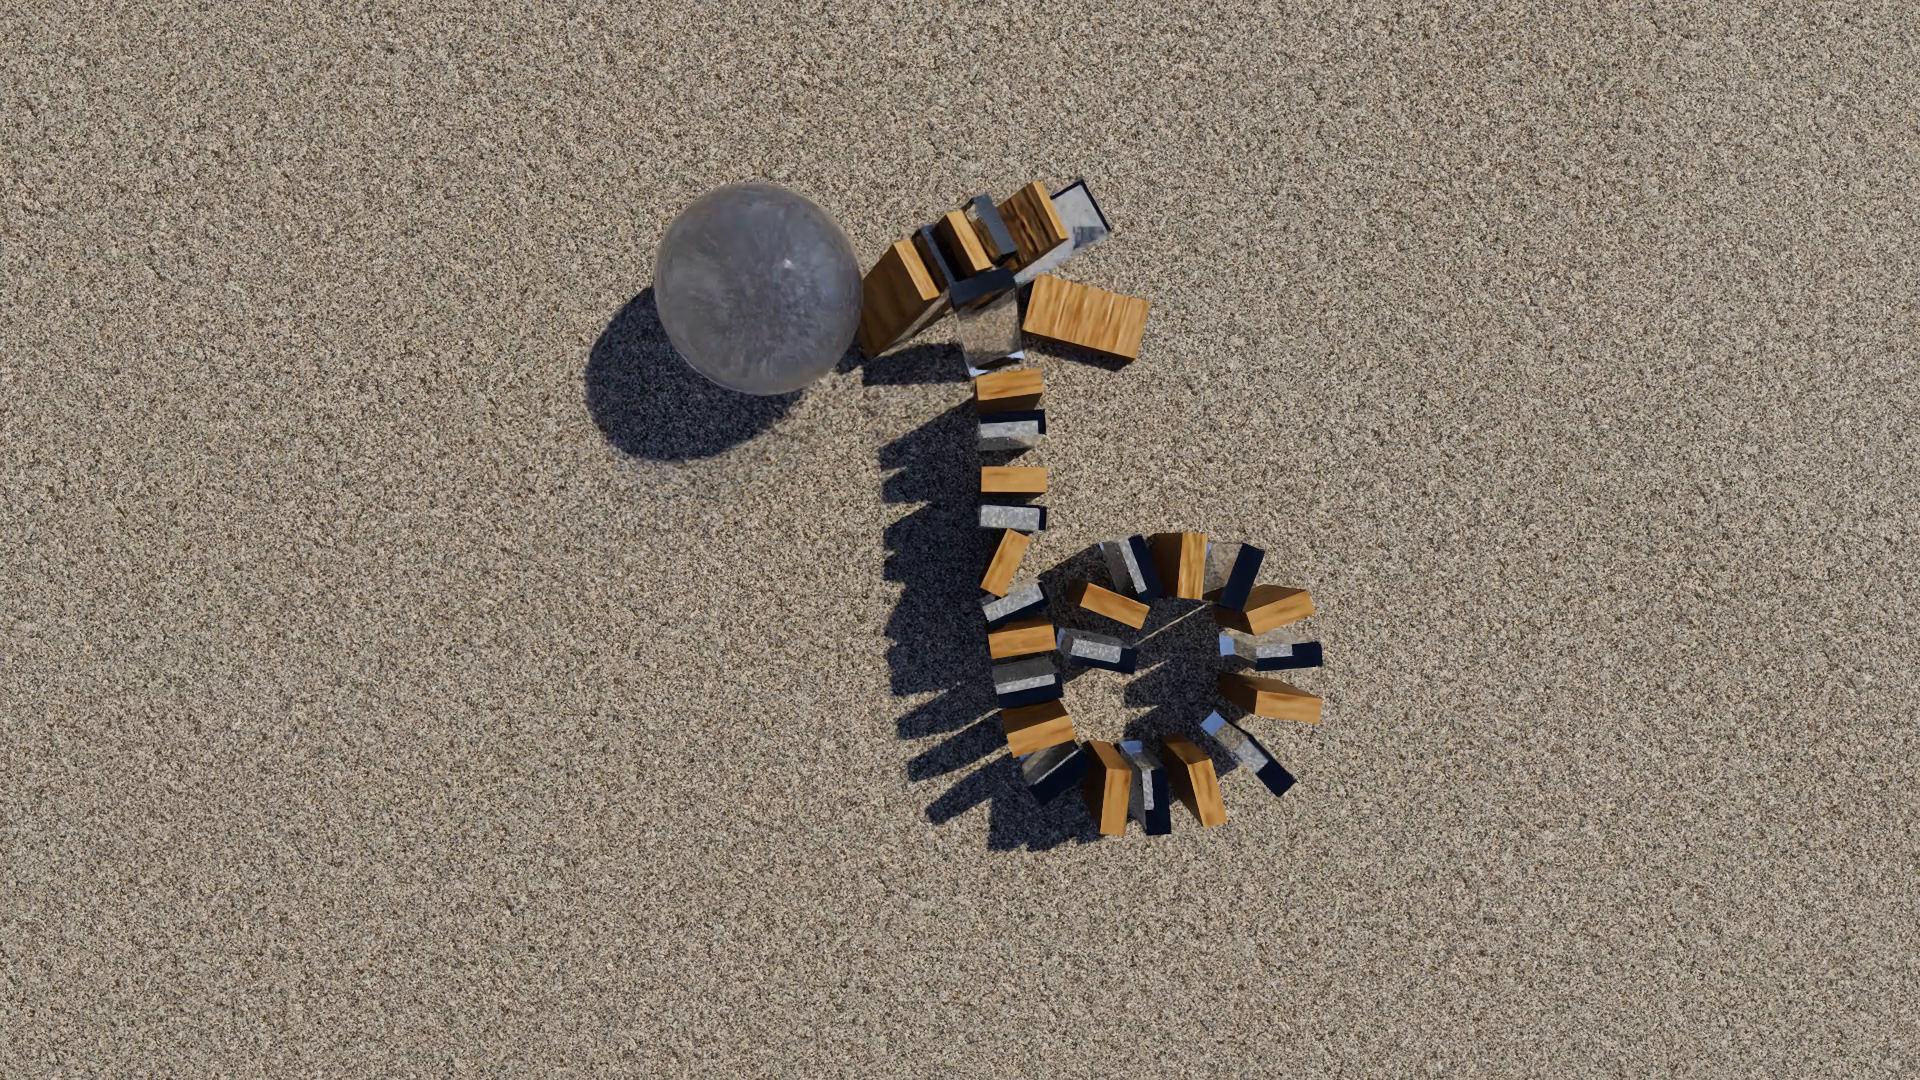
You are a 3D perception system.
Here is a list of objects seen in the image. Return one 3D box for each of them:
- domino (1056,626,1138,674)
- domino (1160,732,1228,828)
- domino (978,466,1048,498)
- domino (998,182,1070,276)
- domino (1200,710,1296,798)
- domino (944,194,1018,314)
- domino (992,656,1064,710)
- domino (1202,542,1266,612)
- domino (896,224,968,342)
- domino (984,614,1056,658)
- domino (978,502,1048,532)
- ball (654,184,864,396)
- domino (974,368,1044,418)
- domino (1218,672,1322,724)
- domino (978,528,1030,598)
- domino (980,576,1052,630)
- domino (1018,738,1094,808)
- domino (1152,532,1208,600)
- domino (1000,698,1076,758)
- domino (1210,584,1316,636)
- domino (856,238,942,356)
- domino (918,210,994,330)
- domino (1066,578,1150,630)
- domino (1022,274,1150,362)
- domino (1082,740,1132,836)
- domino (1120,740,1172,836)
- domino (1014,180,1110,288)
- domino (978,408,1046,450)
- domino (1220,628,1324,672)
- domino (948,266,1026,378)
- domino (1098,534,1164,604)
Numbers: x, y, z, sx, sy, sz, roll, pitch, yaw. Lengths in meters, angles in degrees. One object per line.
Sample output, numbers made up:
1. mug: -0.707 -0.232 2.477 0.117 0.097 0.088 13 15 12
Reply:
1. domino: 0.055 0.045 0.375 0.025 0.050 0.009 10 90 0
2. domino: 0.095 0.097 0.375 0.009 0.050 0.025 -15 90 0
3. domino: 0.021 -0.023 0.375 0.025 0.050 0.010 1 90 0
4. domino: 0.018 -0.123 0.381 0.050 0.010 0.025 -26 92 36
5. domino: 0.117 0.087 0.375 0.010 0.050 0.025 -44 90 0
6. domino: 0.001 -0.116 0.377 0.010 0.050 0.025 -28 90 -35
7. domino: 0.027 0.058 0.375 0.025 0.050 0.009 -11 90 0
8. domino: 0.108 0.014 0.375 0.009 0.050 0.025 22 90 0
9. domino: -0.019 -0.104 0.377 0.010 0.050 0.025 -28 90 -35
10. domino: 0.024 0.039 0.375 0.025 0.050 0.010 -9 90 0
11. domino: 0.021 -0.009 0.375 0.025 0.050 0.010 4 90 0
12. ball: -0.078 -0.097 0.360 0.080 0.080 0.080 0 90 0
13. domino: 0.019 -0.060 0.375 0.025 0.050 0.010 -8 90 0
14. domino: 0.126 0.064 0.375 0.025 0.050 0.009 7 90 0
15. domino: 0.017 0.009 0.375 0.009 0.050 0.025 25 90 0
16. domino: 0.022 0.025 0.375 0.025 0.050 0.009 -23 90 0
17. domino: 0.038 0.091 0.375 0.025 0.050 0.009 -38 90 0
18. domino: 0.089 0.010 0.375 0.009 0.050 0.025 5 90 0
19. domino: 0.031 0.075 0.375 0.025 0.050 0.010 -17 90 0
20. domino: 0.123 0.028 0.375 0.025 0.050 0.009 -20 90 0
21. domino: -0.029 -0.098 0.377 0.010 0.050 0.025 -28 90 -35
22. domino: -0.009 -0.110 0.377 0.010 0.050 0.025 -28 90 -35
23. domino: 0.059 0.025 0.375 0.025 0.050 0.009 22 90 0
24. domino: 0.054 -0.096 0.395 0.050 0.010 0.025 14 90 0
25. domino: 0.060 0.100 0.375 0.009 0.050 0.025 6 90 0
26. domino: 0.075 0.100 0.375 0.010 0.050 0.025 -5 90 0
27. domino: 0.037 -0.131 0.395 0.050 0.010 0.025 -29 90 0
28. domino: 0.020 -0.045 0.375 0.025 0.050 0.010 -4 90 0
29. domino: 0.126 0.045 0.375 0.025 0.050 0.009 -5 90 0
30. domino: 0.012 -0.088 0.375 0.025 0.050 0.010 -19 66 0
31. domino: 0.069 0.011 0.375 0.009 0.050 0.025 -21 90 0
